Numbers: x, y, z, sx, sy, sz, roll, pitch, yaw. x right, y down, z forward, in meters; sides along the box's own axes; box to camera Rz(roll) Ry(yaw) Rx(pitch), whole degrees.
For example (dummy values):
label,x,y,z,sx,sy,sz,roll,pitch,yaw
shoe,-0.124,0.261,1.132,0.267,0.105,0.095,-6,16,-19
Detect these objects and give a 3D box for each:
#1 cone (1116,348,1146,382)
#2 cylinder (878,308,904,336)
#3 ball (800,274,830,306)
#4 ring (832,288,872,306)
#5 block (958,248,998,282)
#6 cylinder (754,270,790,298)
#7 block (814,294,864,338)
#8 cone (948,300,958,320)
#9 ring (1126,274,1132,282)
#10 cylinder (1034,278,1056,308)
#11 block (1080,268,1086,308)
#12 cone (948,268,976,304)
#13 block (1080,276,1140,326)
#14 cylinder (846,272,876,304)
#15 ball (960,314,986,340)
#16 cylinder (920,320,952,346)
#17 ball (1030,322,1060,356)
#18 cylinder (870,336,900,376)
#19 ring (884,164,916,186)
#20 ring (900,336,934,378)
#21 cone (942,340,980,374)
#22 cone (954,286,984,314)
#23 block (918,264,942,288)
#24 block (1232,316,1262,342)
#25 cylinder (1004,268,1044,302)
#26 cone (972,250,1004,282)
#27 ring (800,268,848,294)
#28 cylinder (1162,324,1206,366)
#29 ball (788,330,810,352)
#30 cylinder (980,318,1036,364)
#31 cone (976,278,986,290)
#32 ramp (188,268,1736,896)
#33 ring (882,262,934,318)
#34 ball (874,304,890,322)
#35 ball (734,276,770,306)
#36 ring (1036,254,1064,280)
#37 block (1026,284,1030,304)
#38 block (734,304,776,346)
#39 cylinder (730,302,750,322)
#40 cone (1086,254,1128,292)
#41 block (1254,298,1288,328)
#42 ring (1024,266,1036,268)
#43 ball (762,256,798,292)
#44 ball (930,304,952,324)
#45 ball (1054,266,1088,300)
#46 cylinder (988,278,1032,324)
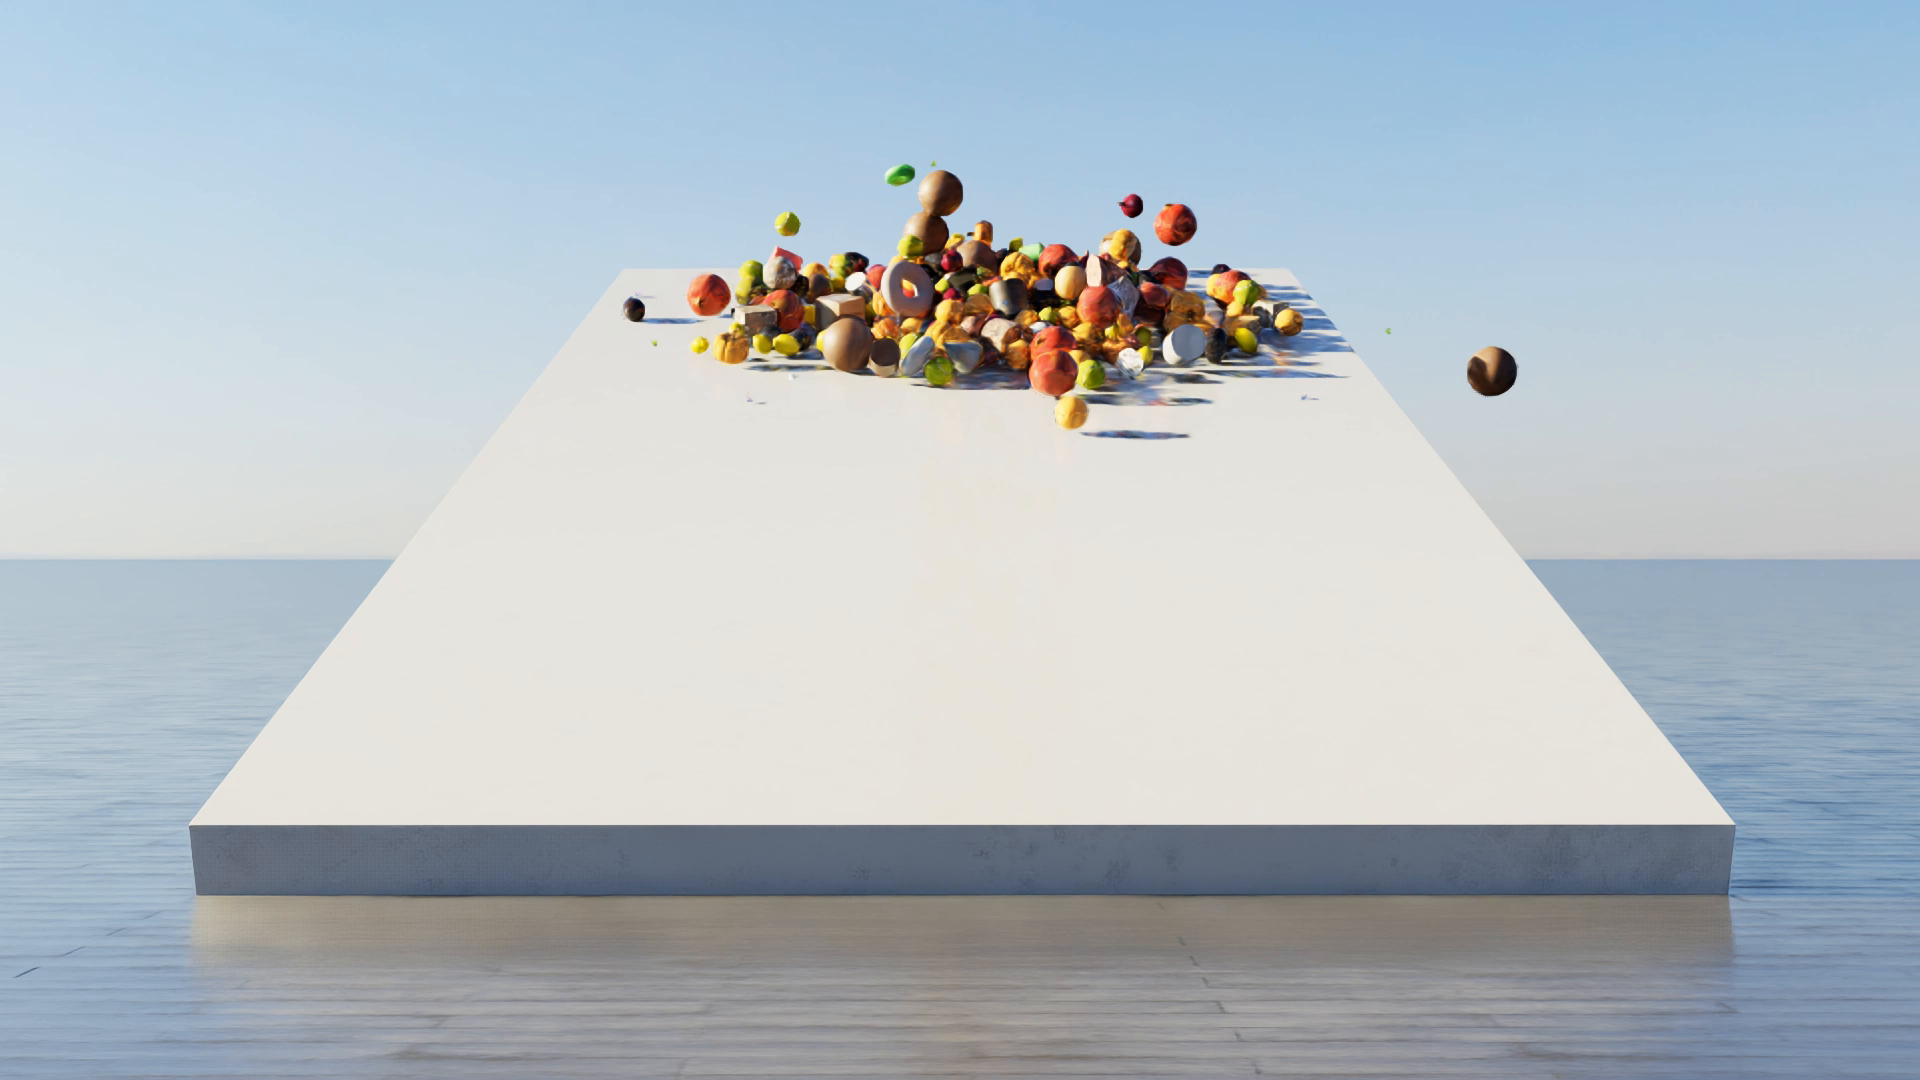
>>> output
label,x,y,z,sx,sy,sz,roll,pitch,yaw
cone,0.425,-0.416,5.306,0.077,0.077,0.077,0,1,39
cylinder,-0.177,-0.565,5.771,0.051,0.051,0.051,0,40,34
ball,-0.393,-0.679,6.030,0.086,0.086,0.086,0,0,0
ring,-0.303,-0.662,6.102,0.130,0.043,0.130,-8,19,3
block,0.051,-0.806,6.518,0.085,0.085,0.085,-9,19,-25
cylinder,-0.530,-0.722,6.255,0.079,0.079,0.079,5,4,43
block,-0.314,-0.586,5.797,0.091,0.091,0.091,15,23,40
cone,-0.037,-0.608,5.922,0.050,0.050,0.050,-9,-4,22
ring,0.441,-0.725,6.278,0.088,0.088,0.029,0,-33,23
cylinder,0.229,-0.665,5.995,0.055,0.055,0.055,-2,44,2
block,0.374,-0.669,5.916,0.099,0.099,0.099,-27,31,-15
cone,0.021,-0.666,5.924,0.085,0.085,0.085,-20,-16,-6
block,0.391,-0.628,5.783,0.098,0.098,0.098,9,-22,36
cylinder,-0.261,-0.664,5.865,0.060,0.060,0.060,0,-33,37
ball,0.032,-0.530,5.530,0.061,0.061,0.061,0,0,0
cylinder,-0.059,-0.510,5.494,0.060,0.060,0.060,13,8,38
ball,0.203,-0.499,5.525,0.088,0.088,0.088,0,0,0
cylinder,-0.177,-0.430,5.223,0.073,0.073,0.073,0,-15,-3
ring,-0.162,-0.989,6.029,0.087,0.029,0.087,-10,-16,-3
ring,-0.100,-0.433,5.253,0.037,0.111,0.111,36,3,4
cone,-0.013,-0.447,5.258,0.087,0.087,0.087,25,-16,-37
cone,0.016,-0.636,5.990,0.082,0.082,0.082,7,42,-7
block,-0.103,-0.743,6.318,0.064,0.064,0.064,10,32,42
block,0.734,-0.541,5.701,0.051,0.051,0.051,-26,25,-30
cylinder,0.182,-0.713,6.219,0.084,0.084,0.084,0,14,-36
cone,0.068,-0.804,6.370,0.095,0.095,0.095,0,31,-17
ring,-0.382,-0.718,6.254,0.143,0.048,0.143,-7,32,5
cylinder,0.540,-0.468,5.350,0.087,0.087,0.087,0,-7,-8
ball,-0.402,-0.500,5.580,0.056,0.056,0.056,0,0,0
cylinder,0.117,-0.490,5.474,0.100,0.100,0.100,0,15,-30
cone,0.025,-0.732,6.257,0.068,0.068,0.068,-25,-24,-12
ramp,-0.003,-0.177,4.801,2.000,0.100,4.000,0,17,0
ring,-0.133,-0.637,5.655,0.150,0.150,0.050,0,-13,-33
ball,-0.204,-0.604,5.922,0.052,0.052,0.052,0,0,0
ball,-0.561,-0.666,6.007,0.094,0.094,0.094,0,0,0
ring,0.263,-0.799,6.513,0.087,0.087,0.029,0,-20,24
block,0.166,-0.674,6.143,0.053,0.053,0.053,3,21,8
block,-0.523,-0.550,5.692,0.084,0.084,0.084,-7,18,-21
cylinder,-0.569,-0.592,5.856,0.053,0.053,0.053,-25,3,-7
cone,0.385,-0.677,5.639,0.099,0.099,0.099,-4,1,-17
block,0.823,-0.600,5.891,0.065,0.065,0.065,-15,23,-41
ring,0.254,-0.828,6.824,0.137,0.046,0.137,33,-17,12
ball,-0.477,-0.702,5.886,0.092,0.092,0.092,0,0,0
ball,-0.050,-0.594,5.872,0.063,0.063,0.063,0,0,0
ball,0.290,-0.664,5.748,0.091,0.091,0.091,0,0,0
cylinder,0.130,-0.619,5.799,0.096,0.096,0.096,-11,-13,-2
